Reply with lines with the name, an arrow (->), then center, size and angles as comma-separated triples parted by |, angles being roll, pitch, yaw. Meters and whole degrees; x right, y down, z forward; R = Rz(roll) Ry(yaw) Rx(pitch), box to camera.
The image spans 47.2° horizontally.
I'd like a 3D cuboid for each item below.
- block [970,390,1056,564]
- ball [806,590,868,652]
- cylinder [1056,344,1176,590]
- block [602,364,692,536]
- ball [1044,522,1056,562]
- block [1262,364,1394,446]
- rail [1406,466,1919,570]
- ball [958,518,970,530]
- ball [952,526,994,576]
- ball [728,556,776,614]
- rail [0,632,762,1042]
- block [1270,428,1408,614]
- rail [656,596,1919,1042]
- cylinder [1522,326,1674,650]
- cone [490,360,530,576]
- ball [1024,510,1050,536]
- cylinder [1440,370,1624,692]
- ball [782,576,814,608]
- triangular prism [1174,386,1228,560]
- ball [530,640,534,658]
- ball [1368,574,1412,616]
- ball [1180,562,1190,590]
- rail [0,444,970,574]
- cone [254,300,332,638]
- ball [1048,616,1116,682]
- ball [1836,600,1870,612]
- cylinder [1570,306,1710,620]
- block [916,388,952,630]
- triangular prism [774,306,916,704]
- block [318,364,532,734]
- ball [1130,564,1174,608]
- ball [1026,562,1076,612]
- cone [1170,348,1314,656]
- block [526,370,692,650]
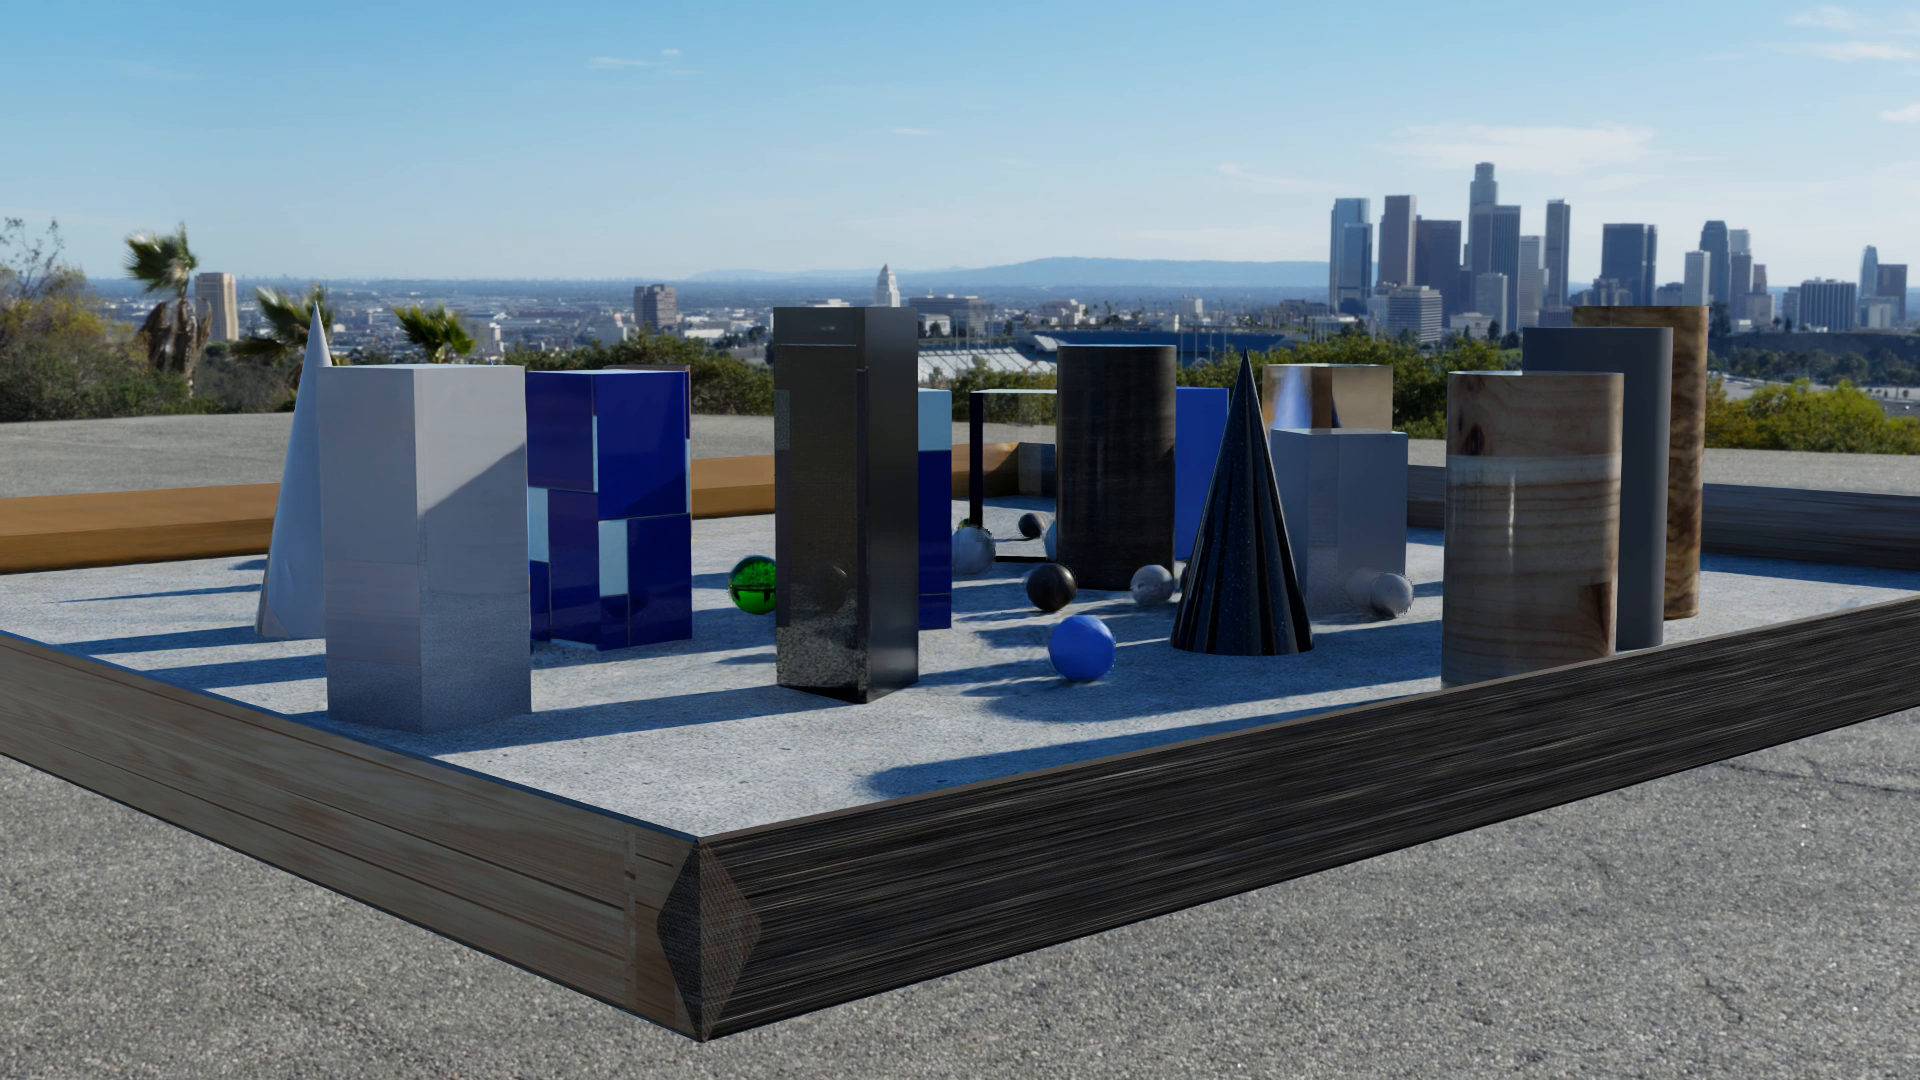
block -> 0.111, -0.117, 3.934 | 0.154, 0.298, 0.154 | 2, 6, 14
ball -> -0.161, 0.106, 2.867 | 0.079, 0.079, 0.079 | 0, 6, 0
cylinder -> 0.253, -0.122, 3.566 | 0.193, 0.386, 0.193 | 0, 6, 0
block -> -0.599, -0.167, 4.230 | 0.154, 0.336, 0.154 | 0, 6, -4
ball -> 0.192, 0.005, 3.745 | 0.095, 0.095, 0.095 | 0, 6, 0
block -> 0.620, -0.121, 3.724 | 0.154, 0.350, 0.154 | -5, 8, -39
rail -> 1.071, -0.071, 4.314 | 0.045, 0.125, 2.746 | -6, 8, -42
ball -> 0.016, -0.022, 4.259 | 0.041, 0.041, 0.041 | 0, 6, 0
ball -> 0.018, 0.019, 3.684 | 0.081, 0.081, 0.081 | 0, 6, 0
ball -> -0.295, 0.065, 3.213 | 0.087, 0.087, 0.087 | 0, 6, 0
rail -> -1.071, 0.136, 2.350 | 0.045, 0.125, 2.746 | -6, 8, -42
block -> 0.563, -0.031, 3.288 | 0.154, 0.263, 0.154 | -1, 6, -13
rail -> 0.915, 0.136, 2.346 | 2.961, 0.125, 0.045 | -6, 8, -42
cylinder -> 0.849, -0.075, 2.951 | 0.193, 0.420, 0.193 | 0, 6, 0
cone -> -0.792, -0.127, 3.735 | 0.193, 0.360, 0.193 | 0, 6, 0
ball -> 0.153, -0.034, 4.329 | 0.051, 0.051, 0.051 | 0, 6, 0
cylinder -> 0.649, -0.003, 2.500 | 0.193, 0.372, 0.193 | 0, 6, 0
ball -> -0.234, 0.075, 3.177 | 0.046, 0.046, 0.046 | 0, 6, 0
triangular prism -> 0.380, -0.123, 3.973 | 0.167, 0.304, 0.145 | -1, 6, -12
ball -> -0.555, 0.136, 2.747 | 0.044, 0.044, 0.044 | 0, 6, 0
ball -> 0.625, 0.080, 3.191 | 0.063, 0.063, 0.063 | 0, 6, 0
ball -> 0.368, 0.061, 3.310 | 0.074, 0.074, 0.074 | 0, 6, 0
rail -> -0.915, -0.071, 4.318 | 2.961, 0.125, 0.045 | -6, 8, -42
cone -> -0.887, -0.105, 3.050 | 0.193, 0.460, 0.193 | 0, 6, 0
ball -> 0.146, 0.130, 2.634 | 0.080, 0.080, 0.080 | 0, 6, 0
ball -> 1.195, 0.109, 2.934 | 0.058, 0.058, 0.058 | 0, 6, 0
cylinder -> 0.990, -0.118, 3.228 | 0.193, 0.448, 0.193 | 0, 6, 0
block -> -0.111, -0.046, 3.104 | 0.154, 0.331, 0.154 | -2, 6, -21
triangular prism -> -0.108, -0.048, 2.572 | 0.145, 0.446, 0.167 | -5, 8, -40
block -> -0.581, 0.003, 2.394 | 0.154, 0.383, 0.154 | 4, 7, 35
ball -> 0.288, 0.068, 3.289 | 0.065, 0.065, 0.065 | 0, 6, 0
ball -> 0.134, 0.070, 3.242 | 0.072, 0.072, 0.072 | 0, 6, 0
cone -> 0.375, -0.058, 2.905 | 0.193, 0.397, 0.193 | 0, 6, 0
block -> -0.472, -0.046, 2.961 | 0.154, 0.361, 0.154 | 6, 8, 43
